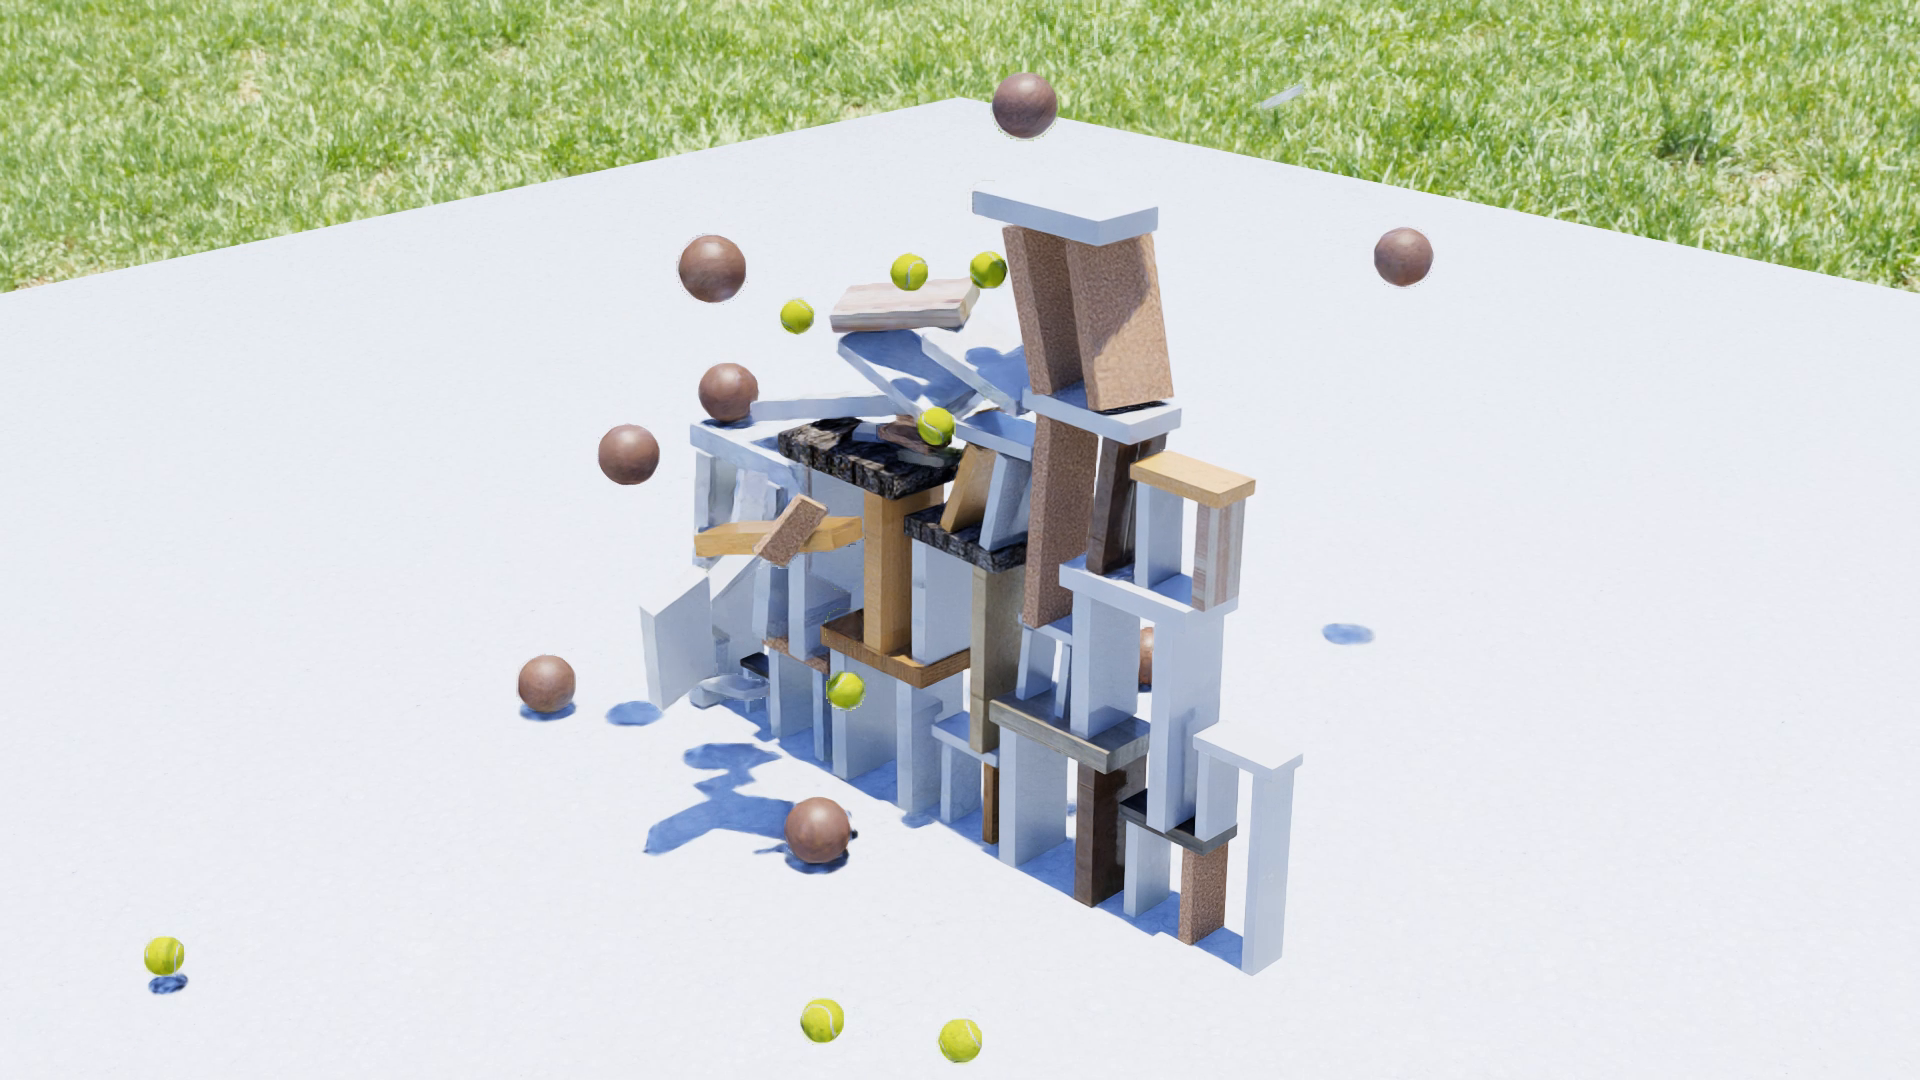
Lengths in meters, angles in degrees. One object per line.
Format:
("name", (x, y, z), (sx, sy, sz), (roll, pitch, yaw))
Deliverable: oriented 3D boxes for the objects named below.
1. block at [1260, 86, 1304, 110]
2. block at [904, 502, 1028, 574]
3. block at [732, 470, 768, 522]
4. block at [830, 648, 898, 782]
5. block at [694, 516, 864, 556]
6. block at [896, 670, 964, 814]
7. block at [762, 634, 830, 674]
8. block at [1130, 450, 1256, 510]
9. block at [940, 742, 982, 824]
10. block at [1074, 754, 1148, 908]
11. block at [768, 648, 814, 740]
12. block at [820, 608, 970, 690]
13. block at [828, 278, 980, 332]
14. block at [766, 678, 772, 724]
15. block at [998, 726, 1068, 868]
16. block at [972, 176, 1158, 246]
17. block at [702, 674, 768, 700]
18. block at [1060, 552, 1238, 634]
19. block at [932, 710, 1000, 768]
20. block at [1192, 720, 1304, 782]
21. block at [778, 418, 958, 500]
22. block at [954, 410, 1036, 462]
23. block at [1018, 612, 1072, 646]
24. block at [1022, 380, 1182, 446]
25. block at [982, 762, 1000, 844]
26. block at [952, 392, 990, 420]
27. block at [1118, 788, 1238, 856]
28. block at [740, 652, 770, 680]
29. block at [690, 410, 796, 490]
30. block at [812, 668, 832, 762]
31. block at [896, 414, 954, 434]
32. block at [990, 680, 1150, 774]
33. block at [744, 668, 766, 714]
("block", (0.614, -0.844, 4.197), (0.056, 0.016, 0.112), (-27, 8, -3))
("block", (0.026, -0.008, 4.202), (0.130, 0.037, 0.261), (-19, 30, -38))
("block", (-0.421, -0.069, 4.385), (0.019, 0.136, 0.068), (5, -3, 39))
("block", (-0.198, 0.341, 4.580), (0.042, 0.294, 0.147), (21, 31, 41))
("block", (-0.342, -0.007, 4.153), (0.283, 0.040, 0.142), (-2, 10, 21))
("block", (-0.059, 0.395, 4.453), (0.042, 0.294, 0.147), (21, 31, 41))
("block", (-0.312, 0.222, 4.654), (0.106, 0.030, 0.212), (-21, 31, -41))
("block", (0.396, -0.105, 3.751), (0.098, 0.028, 0.195), (-21, 31, -40))
("block", (0.003, 0.471, 4.419), (0.090, 0.180, 0.026), (-21, 33, -41))
("block", (0.283, 0.529, 4.134), (0.042, 0.297, 0.148), (21, 31, 41))
("block", (-0.360, 0.313, 4.749), (0.030, 0.212, 0.106), (20, 30, 40))
("block", (-0.129, 0.213, 4.451), (0.294, 0.042, 0.147), (21, 31, 40))
("block", (-0.105, -0.447, 4.185), (0.262, 0.037, 0.131), (-1, 32, 20))
("block", (-0.399, 0.344, 4.809), (0.016, 0.110, 0.055), (21, 31, 41))
("block", (0.143, 0.474, 4.263), (0.042, 0.297, 0.148), (21, 31, 41))
("block", (0.180, -0.568, 3.785), (0.149, 0.042, 0.299), (-20, 30, -40))
("block", (-0.445, 0.291, 4.362), (0.064, 0.018, 0.128), (-12, 16, -43))
("block", (0.333, 0.082, 3.899), (0.292, 0.041, 0.146), (21, 31, 41))
("block", (0.040, 0.392, 4.342), (0.090, 0.025, 0.180), (-21, 31, -40))
("block", (0.502, 0.366, 3.837), (0.087, 0.025, 0.175), (-21, 31, -40))
("block", (-0.183, -0.168, 4.353), (0.171, 0.048, 0.342), (-20, 30, -40))
("block", (0.094, -0.192, 4.032), (0.101, 0.029, 0.202), (-20, 29, -39))
("block", (0.190, 0.157, 4.101), (0.076, 0.022, 0.152), (-21, 31, -41))
("block", (0.248, -0.233, 3.867), (0.130, 0.037, 0.261), (-20, 30, -39))
("block", (0.086, 0.504, 4.343), (0.090, 0.180, 0.025), (-21, 31, -40))
("block", (0.044, -0.265, 4.100), (0.067, 0.019, 0.134), (-31, -2, -33))
("block", (0.397, 0.510, 4.014), (0.199, 0.028, 0.099), (21, 31, 41))
("block", (-0.424, 0.276, 4.808), (0.110, 0.016, 0.055), (21, 31, 41))
("block", (-0.399, -0.194, 4.634), (0.173, 0.049, 0.346), (-15, 27, -39))
("block", (-0.260, 0.353, 4.655), (0.106, 0.212, 0.030), (-21, 31, -41))
("block", (-0.049, -0.220, 4.206), (0.133, 0.019, 0.067), (12, 5, 29))
("block", (0.213, 0.345, 4.132), (0.148, 0.042, 0.297), (-21, 31, -41))
("block", (-0.450, 0.324, 4.857), (0.016, 0.110, 0.055), (21, 31, 41))
